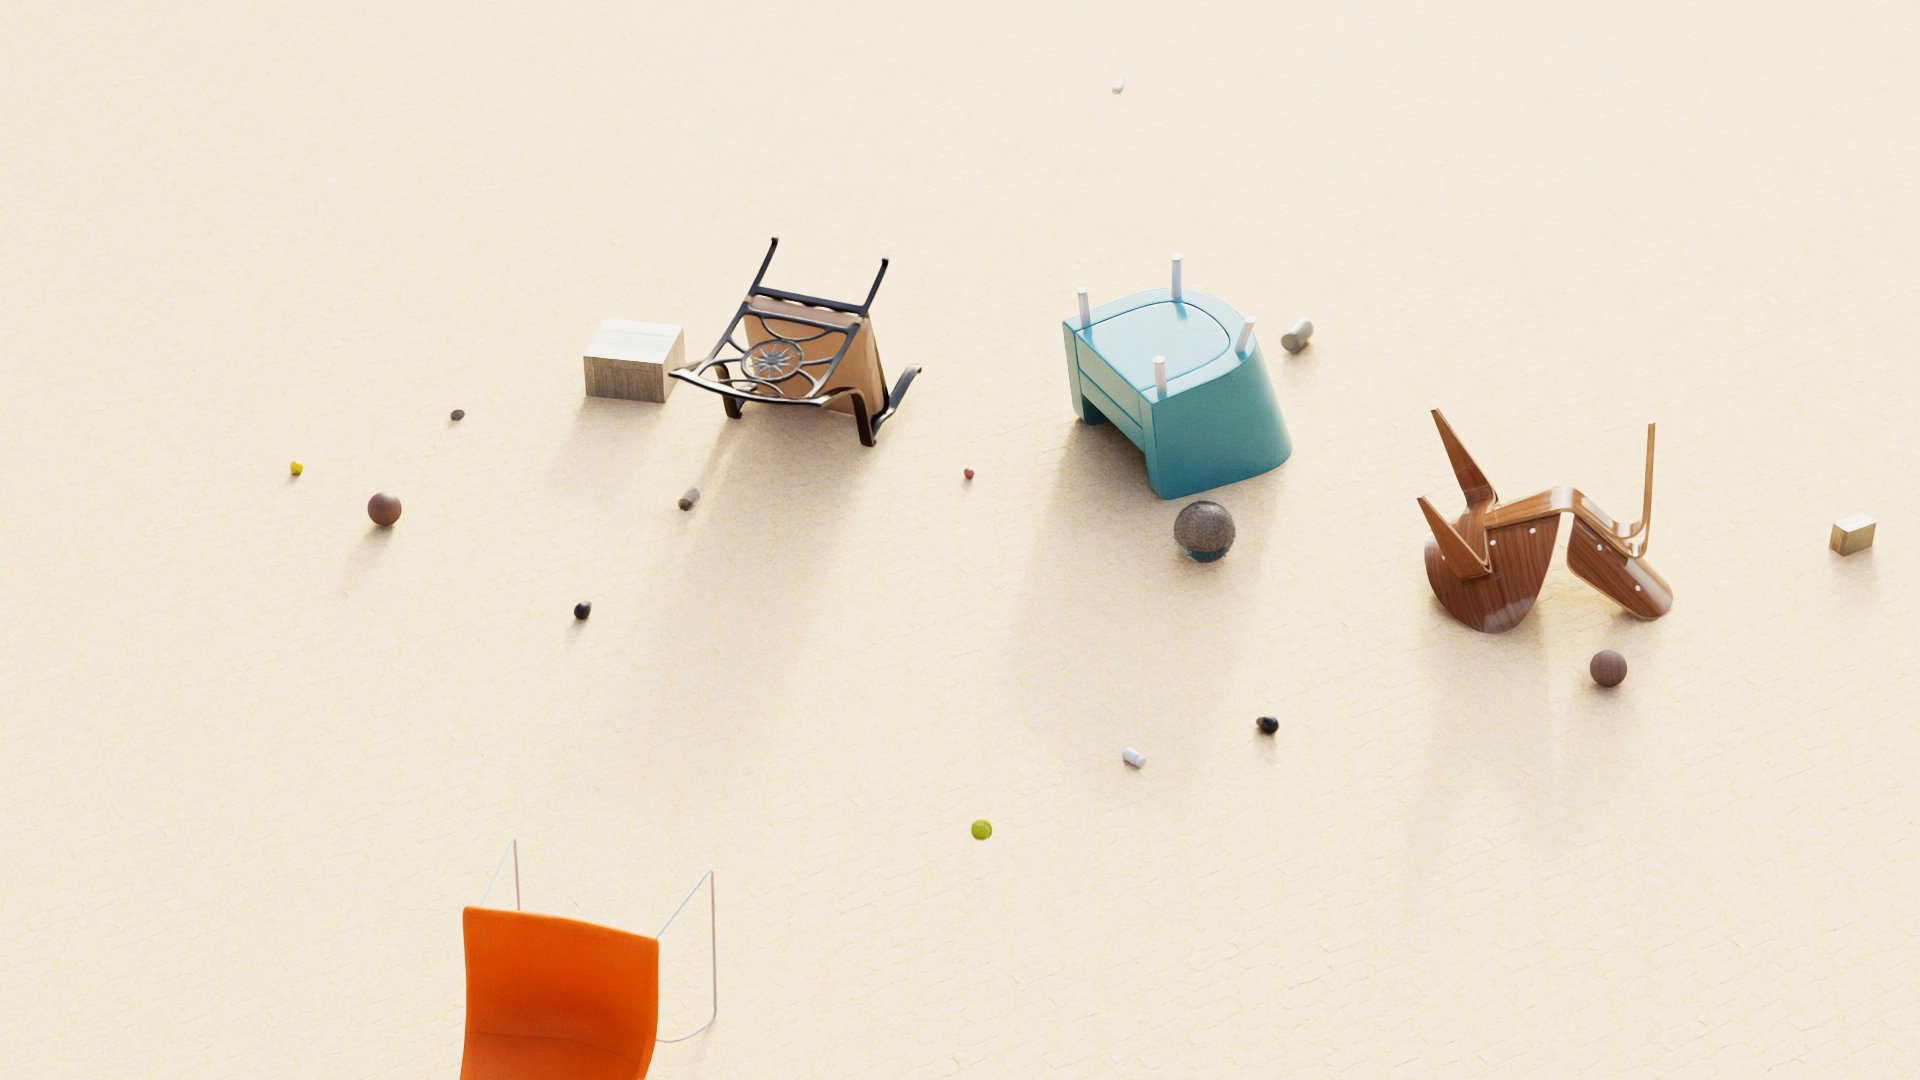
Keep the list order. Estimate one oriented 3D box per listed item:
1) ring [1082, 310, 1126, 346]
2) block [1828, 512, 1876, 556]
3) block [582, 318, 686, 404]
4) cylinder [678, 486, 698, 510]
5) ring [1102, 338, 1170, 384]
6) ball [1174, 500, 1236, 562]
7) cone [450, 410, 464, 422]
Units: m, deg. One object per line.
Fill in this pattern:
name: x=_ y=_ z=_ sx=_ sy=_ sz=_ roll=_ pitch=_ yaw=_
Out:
ring: x=0.604 y=-0.888 z=12.247 sx=0.181 sy=0.052 sz=0.276 roll=-5 pitch=33 yaw=-6
block: x=3.312 y=-0.020 z=10.876 sx=0.145 sy=0.109 sz=0.076 roll=-18 pitch=37 yaw=-25
block: x=-1.317 y=-0.727 z=11.878 sx=0.329 sy=0.186 sz=0.313 roll=6 pitch=34 yaw=9
cylinder: x=-1.031 y=-0.157 z=11.135 sx=0.057 sy=0.049 sz=0.087 roll=-34 pitch=17 yaw=33
ring: x=0.721 y=-0.732 z=12.004 sx=0.272 sy=0.059 sz=0.347 roll=-5 pitch=33 yaw=-8
ball: x=0.899 y=-0.031 z=10.783 sx=0.229 sy=0.229 sz=0.229 roll=0 pitch=33 yaw=0
cone: x=-2.011 y=-0.502 z=11.686 sx=0.062 sy=0.047 sz=0.063 roll=-17 pitch=17 yaw=-21
